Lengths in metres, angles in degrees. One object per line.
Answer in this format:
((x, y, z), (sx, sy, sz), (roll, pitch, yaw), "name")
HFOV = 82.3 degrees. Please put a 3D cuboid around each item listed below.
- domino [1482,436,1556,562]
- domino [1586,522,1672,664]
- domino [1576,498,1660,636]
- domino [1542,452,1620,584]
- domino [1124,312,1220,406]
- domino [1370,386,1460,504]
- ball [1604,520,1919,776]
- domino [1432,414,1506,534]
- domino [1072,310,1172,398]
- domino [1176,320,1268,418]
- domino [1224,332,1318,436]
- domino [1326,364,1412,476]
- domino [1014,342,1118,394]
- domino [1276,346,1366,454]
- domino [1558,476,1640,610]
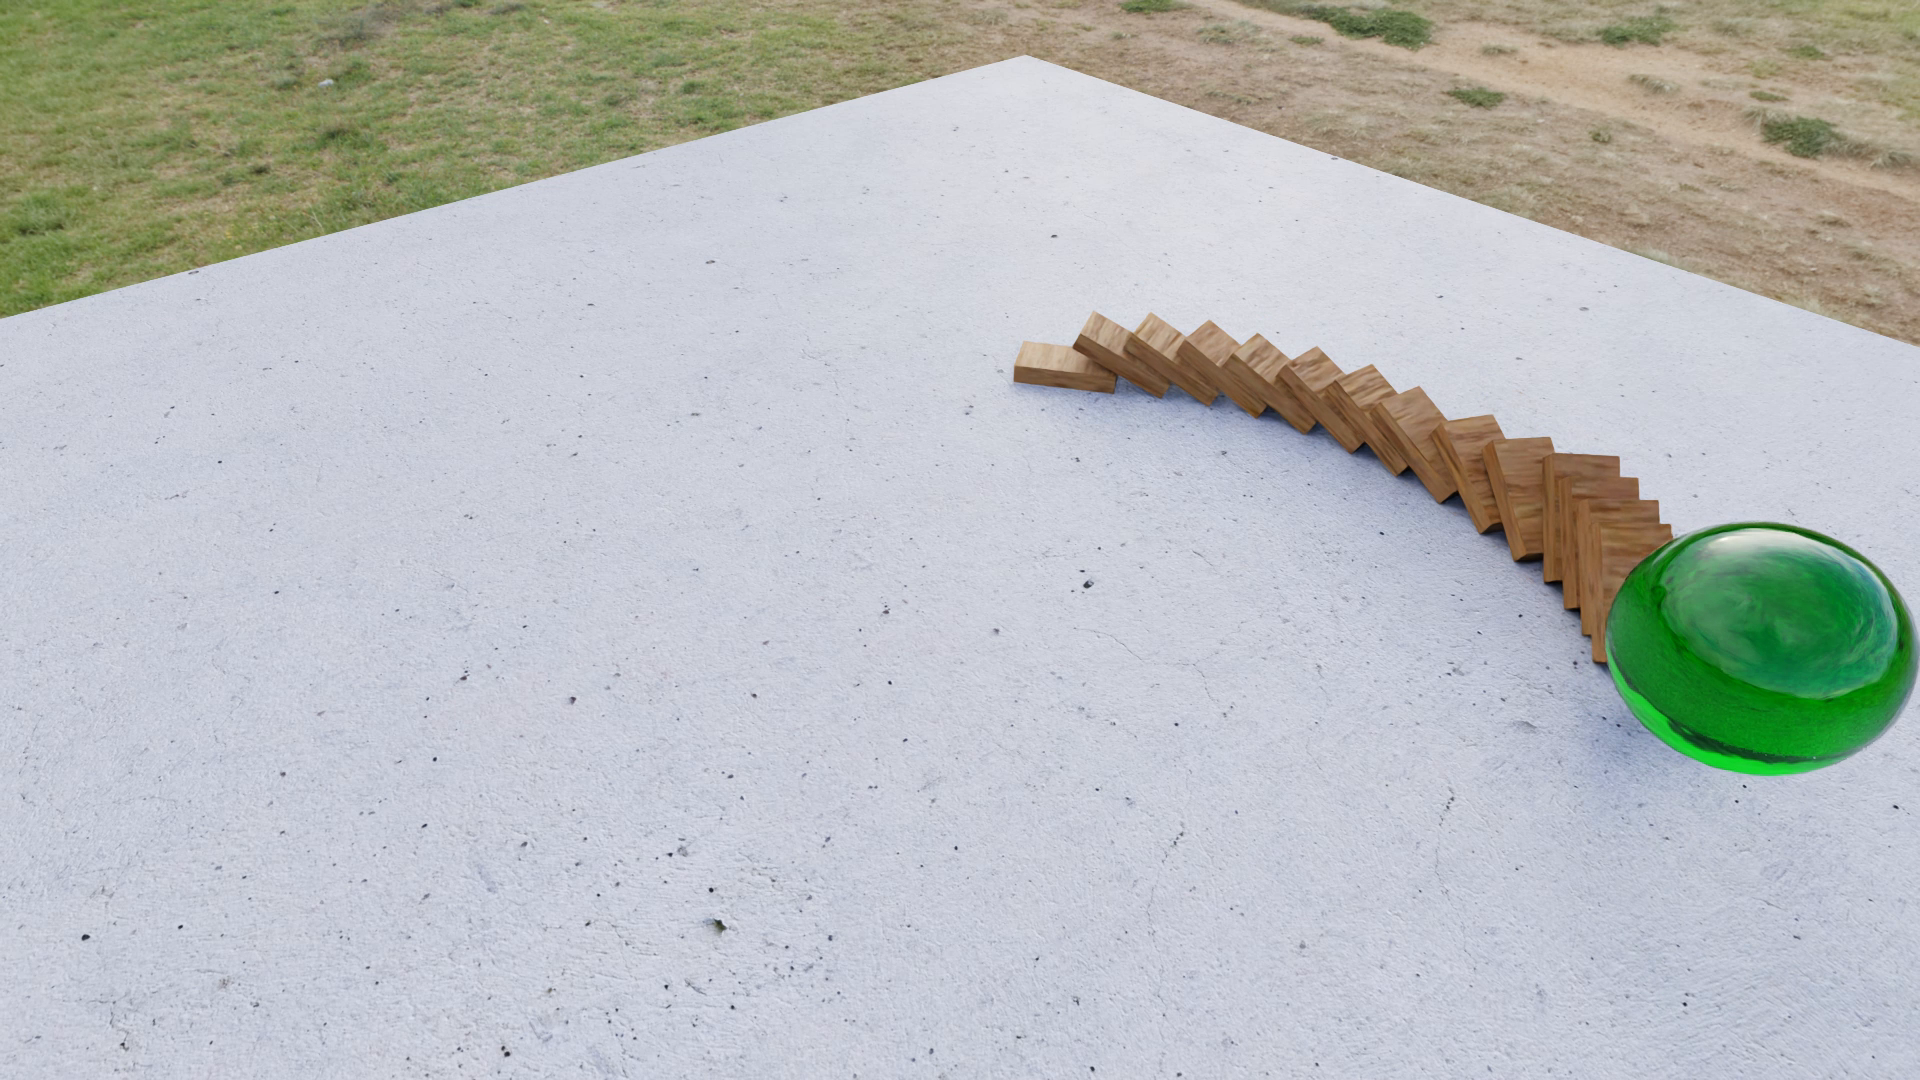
((0.232, -0.017, 0.446), (0.025, 0.009, 0.050), (-4, 69, -5), "domino")
((0.242, 0.019, 0.395), (0.025, 0.010, 0.050), (2, 82, 2), "domino")
((0.244, 0.010, 0.406), (0.025, 0.009, 0.050), (2, 82, 2), "domino")
((0.242, -0.008, 0.428), (0.025, 0.009, 0.050), (3, 82, 2), "domino")
((0.107, -0.088, 0.536), (0.050, 0.009, 0.025), (36, 47, 4), "domino")
((0.205, -0.042, 0.479), (0.025, 0.010, 0.050), (-21, 68, -24), "domino")
((0.250, 0.034, 0.347), (0.080, 0.080, 0.080), (0, 39, 0), "ball")
((0.221, -0.028, 0.463), (0.025, 0.010, 0.050), (-9, 64, -11), "domino")
((0.082, -0.091, 0.540), (0.050, 0.009, 0.025), (30, 43, 0), "domino")
((0.131, -0.083, 0.529), (0.050, 0.009, 0.025), (42, 51, 10), "domino")
((0.151, -0.074, 0.519), (0.050, 0.010, 0.025), (43, 52, 11), "domino")
((0.190, -0.054, 0.494), (0.025, 0.009, 0.050), (-24, 69, -26), "domino")
((0.054, -0.086, 0.549), (0.050, 0.010, 0.025), (8, 40, 10), "domino")
((0.172, -0.065, 0.507), (0.025, 0.009, 0.050), (-30, 72, -31), "domino")
((0.243, 0.001, 0.417), (0.025, 0.009, 0.050), (2, 82, 2), "domino")
